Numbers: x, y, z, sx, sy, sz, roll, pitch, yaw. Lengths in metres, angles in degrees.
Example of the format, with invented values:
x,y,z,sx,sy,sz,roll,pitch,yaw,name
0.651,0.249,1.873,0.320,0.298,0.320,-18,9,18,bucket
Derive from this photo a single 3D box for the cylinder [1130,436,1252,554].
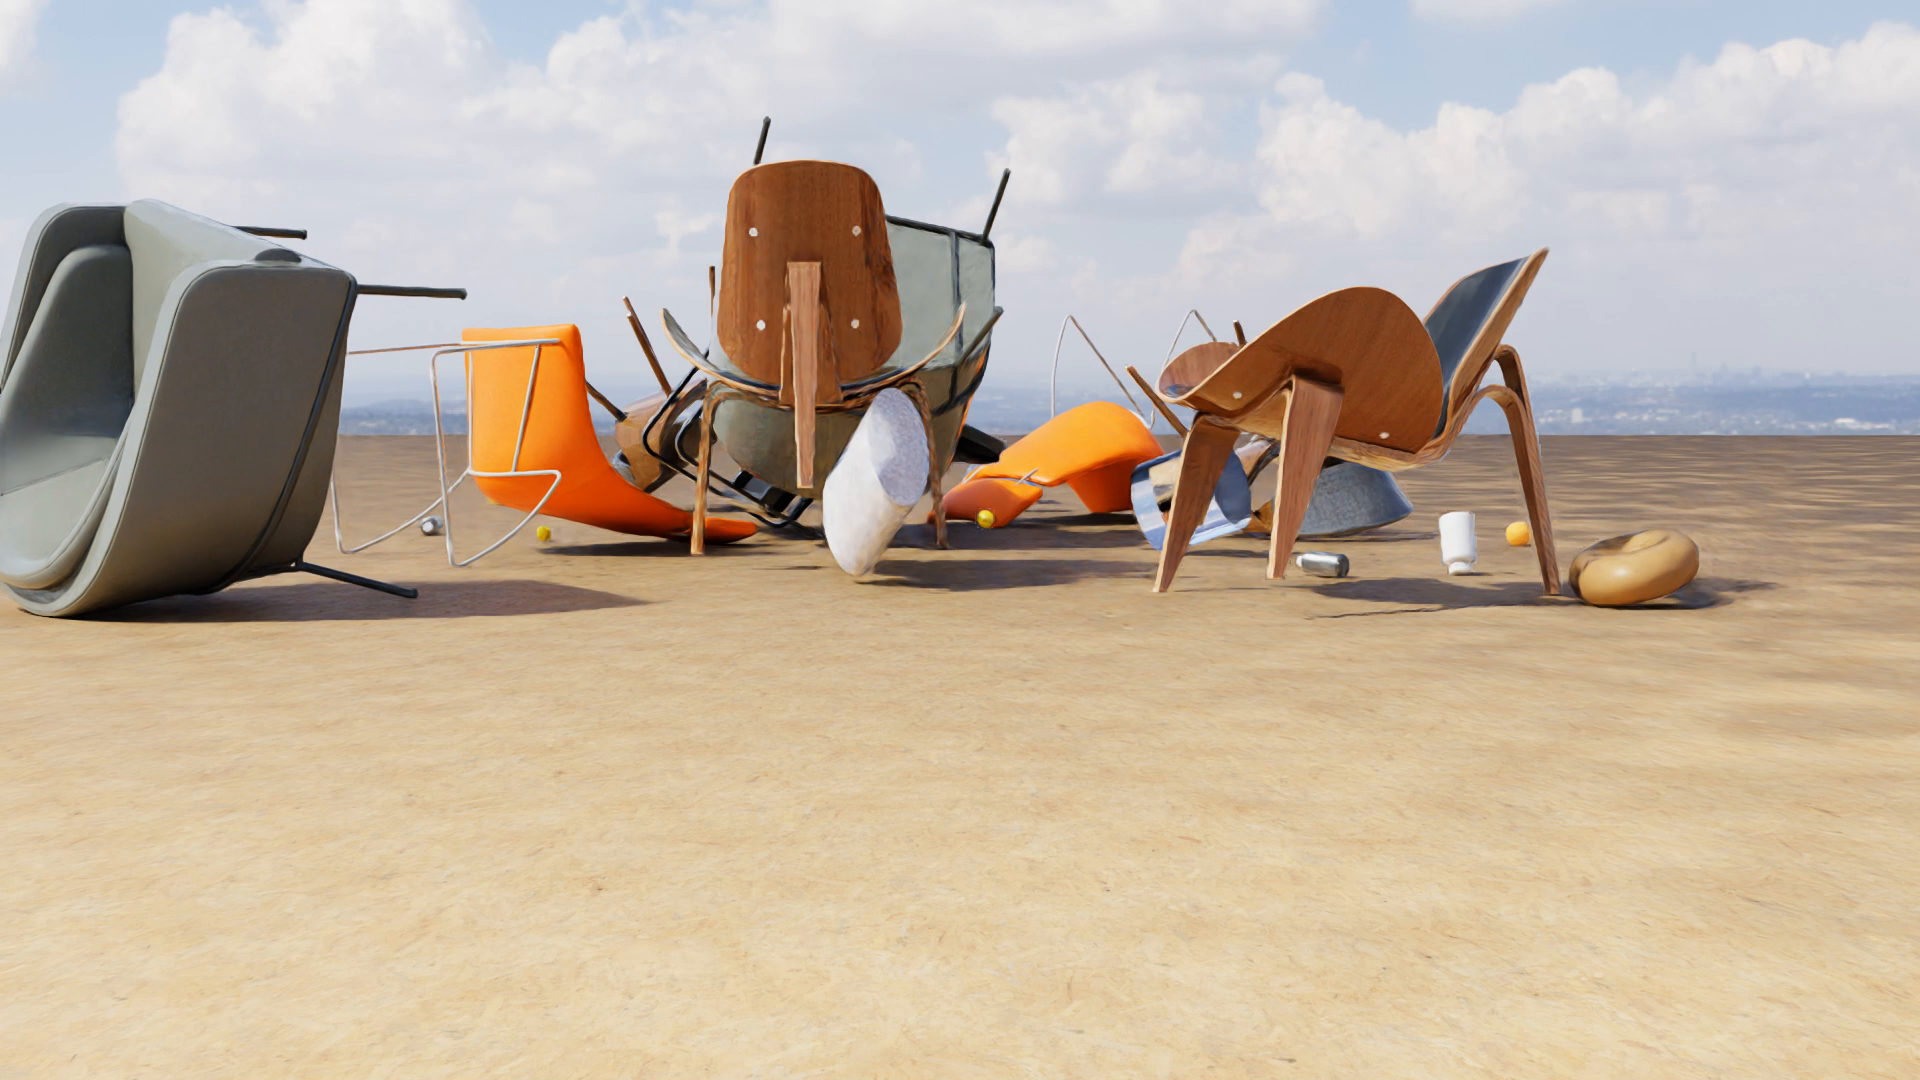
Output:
x,y,z,sx,sy,sz,roll,pitch,yaw,name
0.625,-0.120,5.947,0.247,0.258,0.206,-19,-6,36,cylinder

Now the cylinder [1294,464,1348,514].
x,y,z,sx,sy,sz,roll,pitch,yaw,name
1.275,-0.181,7.761,0.186,0.094,0.148,-36,21,-31,cylinder

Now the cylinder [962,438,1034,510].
x,y,z,sx,sy,sz,roll,pitch,yaw,name
0.140,-0.238,8.071,0.179,0.226,0.177,27,35,-14,cylinder

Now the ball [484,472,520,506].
x,y,z,sx,sy,sz,roll,pitch,yaw,name
-1.752,-0.193,8.410,0.129,0.129,0.129,0,4,0,ball

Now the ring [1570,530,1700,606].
x,y,z,sx,sy,sz,roll,pitch,yaw,name
1.420,0.057,4.633,0.266,0.104,0.413,-11,5,24,ring

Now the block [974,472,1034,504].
x,y,z,sx,sy,sz,roll,pitch,yaw,name
0.174,-0.228,8.712,0.166,0.158,0.265,-1,4,-16,block

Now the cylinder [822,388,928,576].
x,y,z,sx,sy,sz,roll,pitch,yaw,name
-0.196,-0.132,5.033,0.146,0.329,0.296,9,-37,-22,cylinder
